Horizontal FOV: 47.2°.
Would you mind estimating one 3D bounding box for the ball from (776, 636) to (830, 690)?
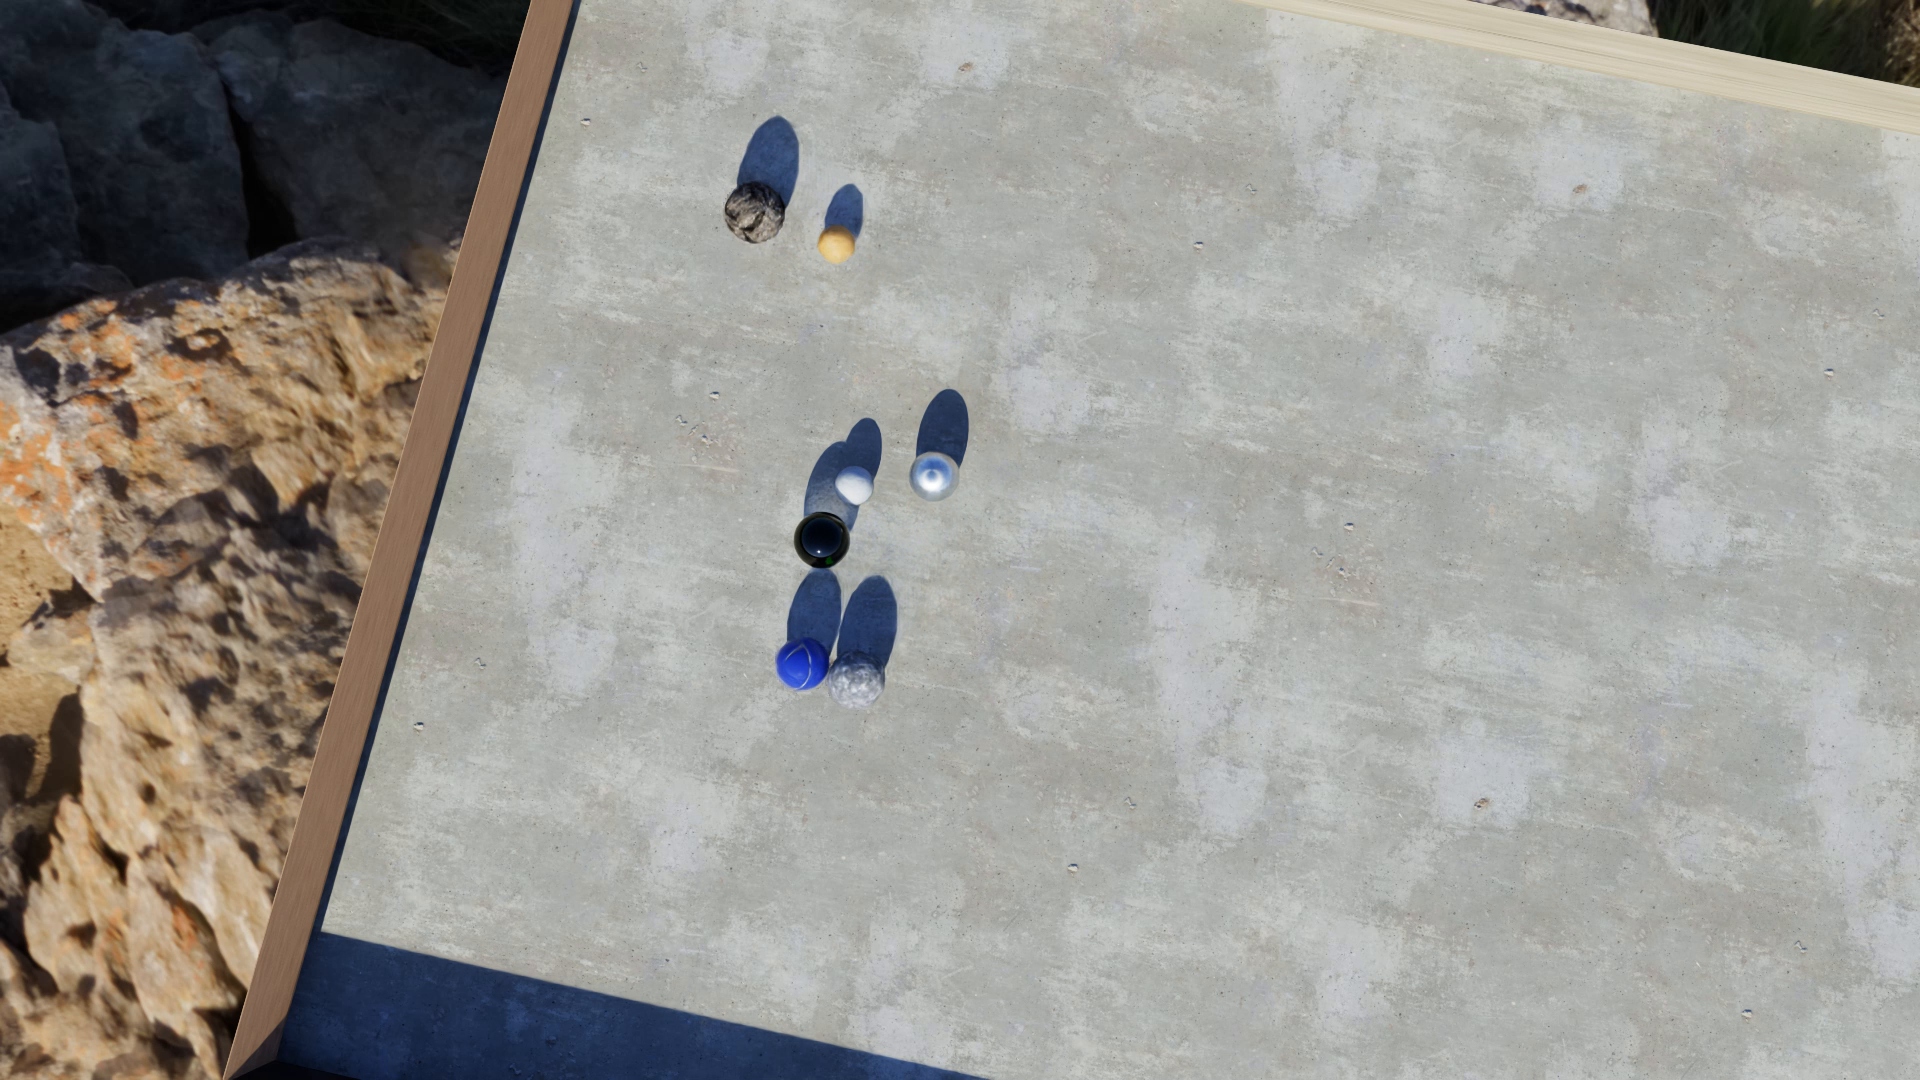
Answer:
[{"bbox_3d":[-0.234,0.184,3.278,0.080,0.080,0.080,0,76,0],"label":"ball"}]

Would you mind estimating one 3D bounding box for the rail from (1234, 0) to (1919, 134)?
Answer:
[{"bbox_3d":[1.022,-0.760,3.485,3.342,0.123,0.045,12,77,3],"label":"rail"}]

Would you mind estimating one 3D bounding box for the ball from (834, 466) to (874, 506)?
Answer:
[{"bbox_3d":[-0.161,-0.083,3.353,0.060,0.060,0.060,0,76,0],"label":"ball"}]

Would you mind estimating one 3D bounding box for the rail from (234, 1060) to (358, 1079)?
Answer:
[{"bbox_3d":[0.611,1.092,3.034,3.342,0.123,0.045,12,77,3],"label":"rail"}]

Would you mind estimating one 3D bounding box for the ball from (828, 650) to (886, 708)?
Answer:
[{"bbox_3d":[-0.154,0.207,3.269,0.086,0.086,0.086,0,76,0],"label":"ball"}]

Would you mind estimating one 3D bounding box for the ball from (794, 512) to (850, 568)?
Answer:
[{"bbox_3d":[-0.208,0.000,3.320,0.086,0.086,0.086,0,76,0],"label":"ball"}]

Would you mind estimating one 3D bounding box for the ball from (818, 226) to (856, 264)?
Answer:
[{"bbox_3d":[-0.193,-0.463,3.446,0.060,0.060,0.060,0,76,0],"label":"ball"}]

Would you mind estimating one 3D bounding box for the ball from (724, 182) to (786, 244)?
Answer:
[{"bbox_3d":[-0.321,-0.512,3.440,0.095,0.095,0.095,0,76,0],"label":"ball"}]

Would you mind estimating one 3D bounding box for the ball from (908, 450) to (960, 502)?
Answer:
[{"bbox_3d":[-0.039,-0.097,3.347,0.078,0.078,0.078,0,76,0],"label":"ball"}]

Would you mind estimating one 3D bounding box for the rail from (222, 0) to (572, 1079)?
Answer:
[{"bbox_3d":[-0.794,-0.171,3.341,0.045,0.123,1.997,12,77,3],"label":"rail"}]
